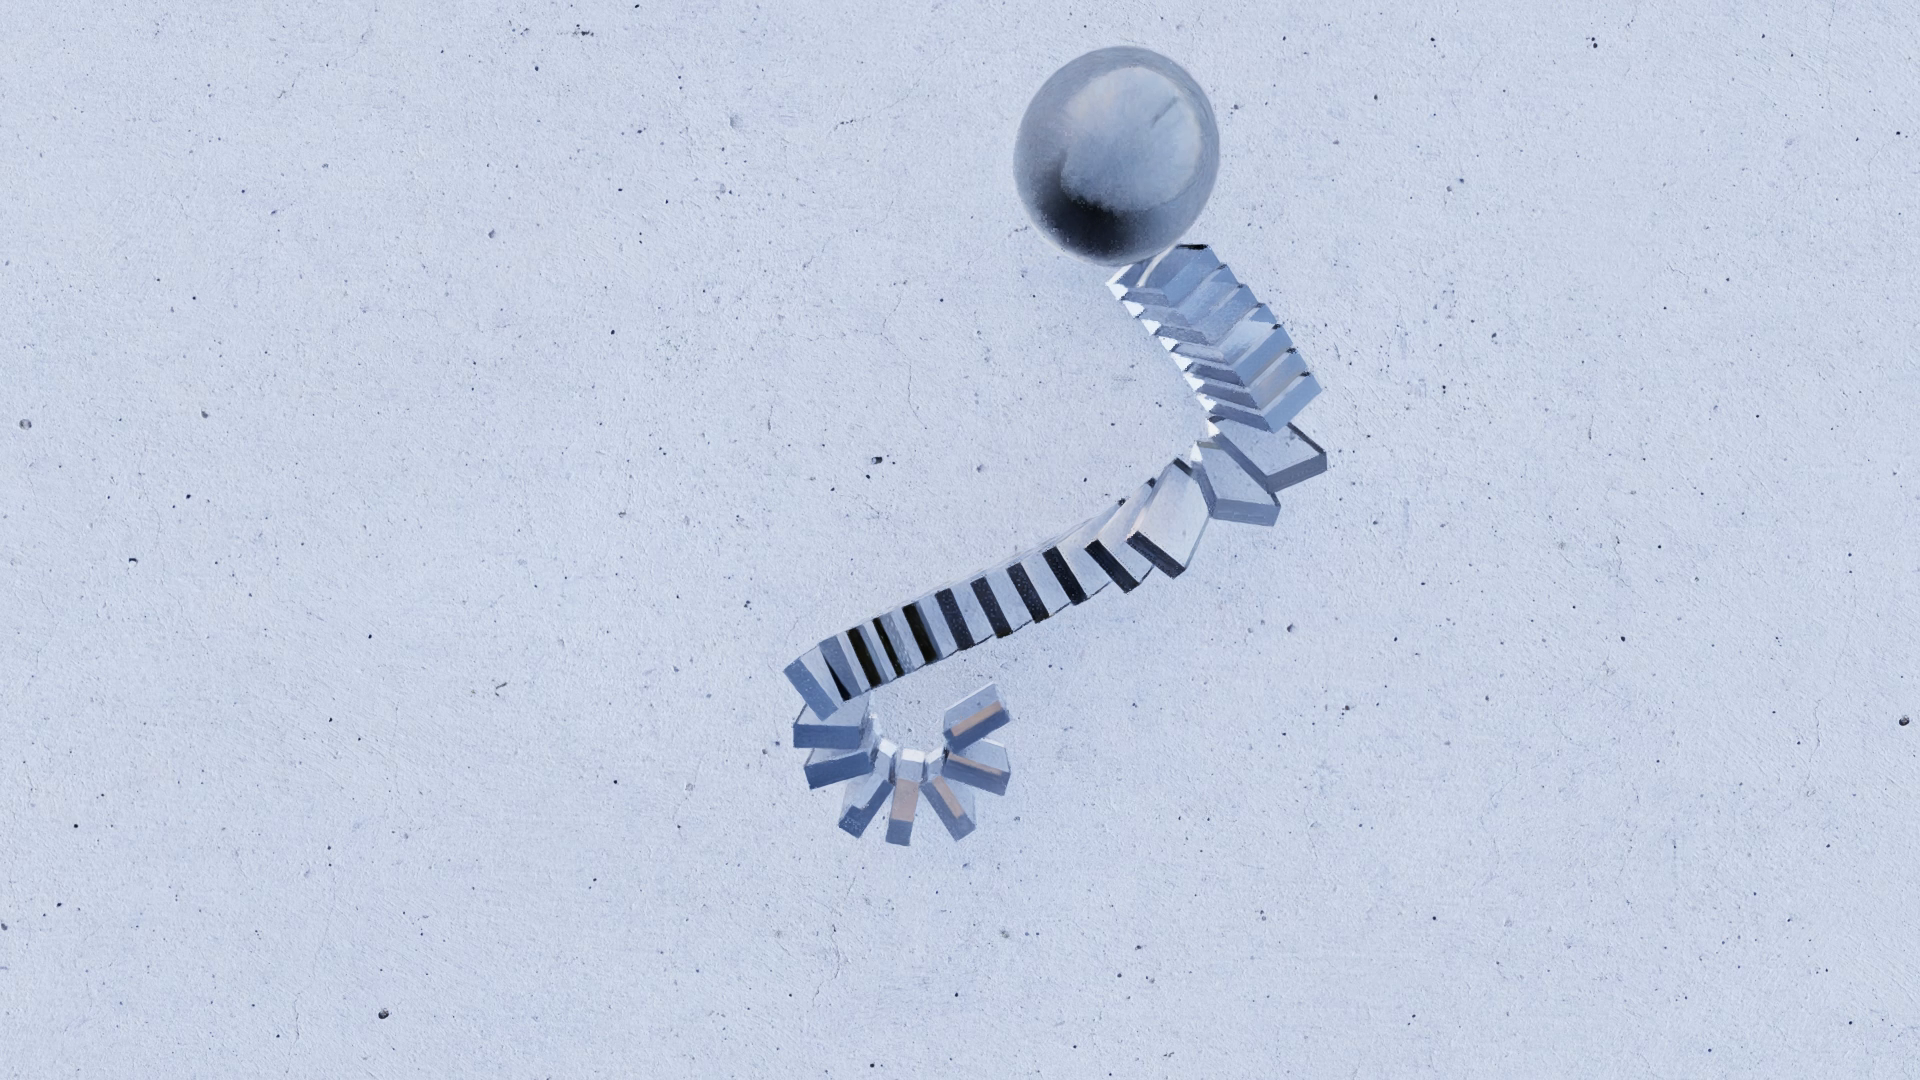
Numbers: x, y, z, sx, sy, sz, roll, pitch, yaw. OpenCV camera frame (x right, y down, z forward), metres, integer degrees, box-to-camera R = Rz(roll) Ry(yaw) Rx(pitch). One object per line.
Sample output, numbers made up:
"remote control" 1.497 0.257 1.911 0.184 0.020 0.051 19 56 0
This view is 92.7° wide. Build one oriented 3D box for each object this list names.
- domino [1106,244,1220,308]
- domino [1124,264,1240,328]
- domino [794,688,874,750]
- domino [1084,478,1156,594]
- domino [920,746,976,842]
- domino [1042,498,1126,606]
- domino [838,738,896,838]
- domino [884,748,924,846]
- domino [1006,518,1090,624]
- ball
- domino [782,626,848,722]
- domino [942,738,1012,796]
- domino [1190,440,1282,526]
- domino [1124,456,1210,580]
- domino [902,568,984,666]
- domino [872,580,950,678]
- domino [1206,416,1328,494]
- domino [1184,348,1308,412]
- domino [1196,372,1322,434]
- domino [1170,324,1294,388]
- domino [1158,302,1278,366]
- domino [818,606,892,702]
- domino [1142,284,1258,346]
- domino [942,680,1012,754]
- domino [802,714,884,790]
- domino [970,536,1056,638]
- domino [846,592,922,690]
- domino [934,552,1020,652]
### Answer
"domino" 0.082 -0.109 0.375 0.025 0.050 0.010 -43 114 0
"domino" 0.089 -0.101 0.375 0.025 0.050 0.009 -43 114 0
"domino" -0.050 0.071 0.374 0.025 0.050 0.009 2 100 1
"domino" 0.075 -0.003 0.381 0.025 0.010 0.050 47 51 0
"domino" -0.005 0.103 0.375 0.010 0.050 0.025 -34 90 0
"domino" 0.058 0.004 0.380 0.050 0.010 0.025 -32 90 -40
"domino" -0.037 0.100 0.374 0.010 0.050 0.025 34 92 -5
"domino" -0.022 0.104 0.375 0.010 0.050 0.025 10 90 0
"domino" 0.043 0.012 0.380 0.050 0.009 0.025 -29 90 -42
"ball" 0.061 -0.149 0.360 0.080 0.080 0.080 0 90 0
"domino" -0.050 0.053 0.374 0.009 0.050 0.025 -39 87 19
"domino" 0.006 0.090 0.375 0.025 0.050 0.009 18 90 0
"domino" 0.112 -0.024 0.376 0.025 0.050 0.009 7 122 -2
"domino" 0.089 -0.010 0.380 0.025 0.009 0.050 38 51 -3
"domino" -0.002 0.030 0.377 0.009 0.050 0.025 -24 90 35
"domino" -0.014 0.036 0.376 0.009 0.050 0.025 -24 90 30
"domino" 0.125 -0.040 0.377 0.025 0.050 0.010 -22 127 -2
"domino" 0.116 -0.069 0.375 0.025 0.050 0.009 -43 114 0
"domino" 0.121 -0.060 0.375 0.025 0.050 0.009 -43 114 0
"domino" 0.110 -0.078 0.375 0.025 0.050 0.009 -43 114 0
"domino" 0.104 -0.086 0.375 0.025 0.050 0.010 -43 114 0
"domino" -0.037 0.045 0.375 0.010 0.050 0.025 -24 90 23
"domino" 0.097 -0.094 0.375 0.025 0.050 0.010 -43 114 0
"domino" 0.006 0.072 0.375 0.025 0.050 0.009 -31 90 0
"domino" -0.047 0.085 0.375 0.025 0.050 0.009 -16 95 1
"domino" 0.028 0.019 0.379 0.010 0.050 0.025 -27 90 45
"domino" -0.024 0.040 0.376 0.009 0.050 0.025 -24 90 30
"domino" 0.013 0.025 0.378 0.009 0.050 0.025 -24 90 41
